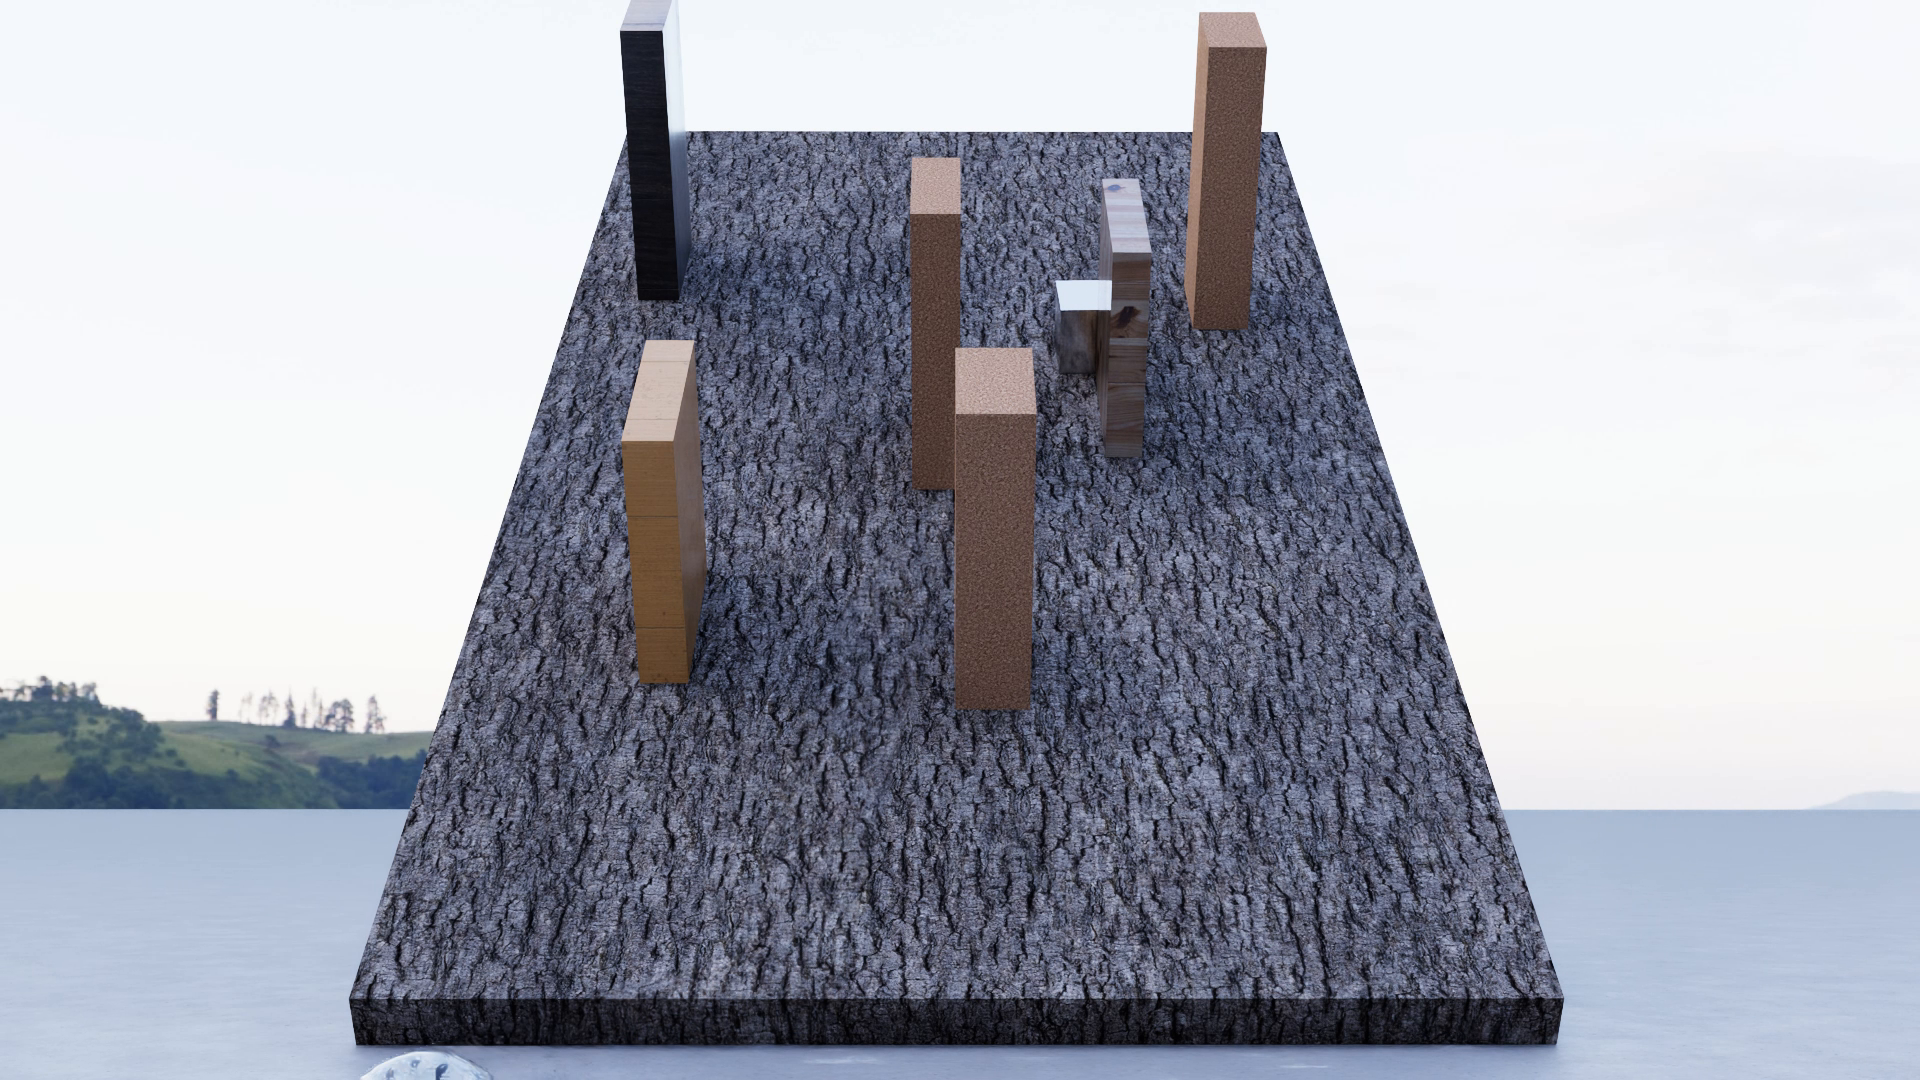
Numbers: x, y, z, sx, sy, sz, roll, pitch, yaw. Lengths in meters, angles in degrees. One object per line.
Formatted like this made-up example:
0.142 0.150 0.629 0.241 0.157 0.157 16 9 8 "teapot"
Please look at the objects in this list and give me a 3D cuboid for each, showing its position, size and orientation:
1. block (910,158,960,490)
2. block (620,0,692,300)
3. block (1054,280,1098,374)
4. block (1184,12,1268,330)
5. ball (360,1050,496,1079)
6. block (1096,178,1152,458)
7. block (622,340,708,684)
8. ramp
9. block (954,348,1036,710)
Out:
-0.054 -0.485 5.444 0.107 0.669 0.327 0 30 0 "block"
-0.791 -1.039 6.331 0.108 0.730 0.375 0 30 0 "block"
0.329 -0.530 6.015 0.174 0.174 0.174 -1 30 -2 "block"
0.669 -0.933 6.138 0.141 0.749 0.271 0 30 0 "block"
-0.487 0.554 2.200 0.175 0.175 0.175 0 -6 0 "ball"
0.379 -0.524 5.667 0.085 0.514 0.435 0 30 0 "block"
-0.586 -0.060 4.837 0.097 0.541 0.435 0 30 0 "block"
-0.013 -0.208 5.732 2.000 0.100 4.000 0 30 0 "ramp"
0.064 -0.019 4.665 0.146 0.646 0.276 0 30 0 "block"
